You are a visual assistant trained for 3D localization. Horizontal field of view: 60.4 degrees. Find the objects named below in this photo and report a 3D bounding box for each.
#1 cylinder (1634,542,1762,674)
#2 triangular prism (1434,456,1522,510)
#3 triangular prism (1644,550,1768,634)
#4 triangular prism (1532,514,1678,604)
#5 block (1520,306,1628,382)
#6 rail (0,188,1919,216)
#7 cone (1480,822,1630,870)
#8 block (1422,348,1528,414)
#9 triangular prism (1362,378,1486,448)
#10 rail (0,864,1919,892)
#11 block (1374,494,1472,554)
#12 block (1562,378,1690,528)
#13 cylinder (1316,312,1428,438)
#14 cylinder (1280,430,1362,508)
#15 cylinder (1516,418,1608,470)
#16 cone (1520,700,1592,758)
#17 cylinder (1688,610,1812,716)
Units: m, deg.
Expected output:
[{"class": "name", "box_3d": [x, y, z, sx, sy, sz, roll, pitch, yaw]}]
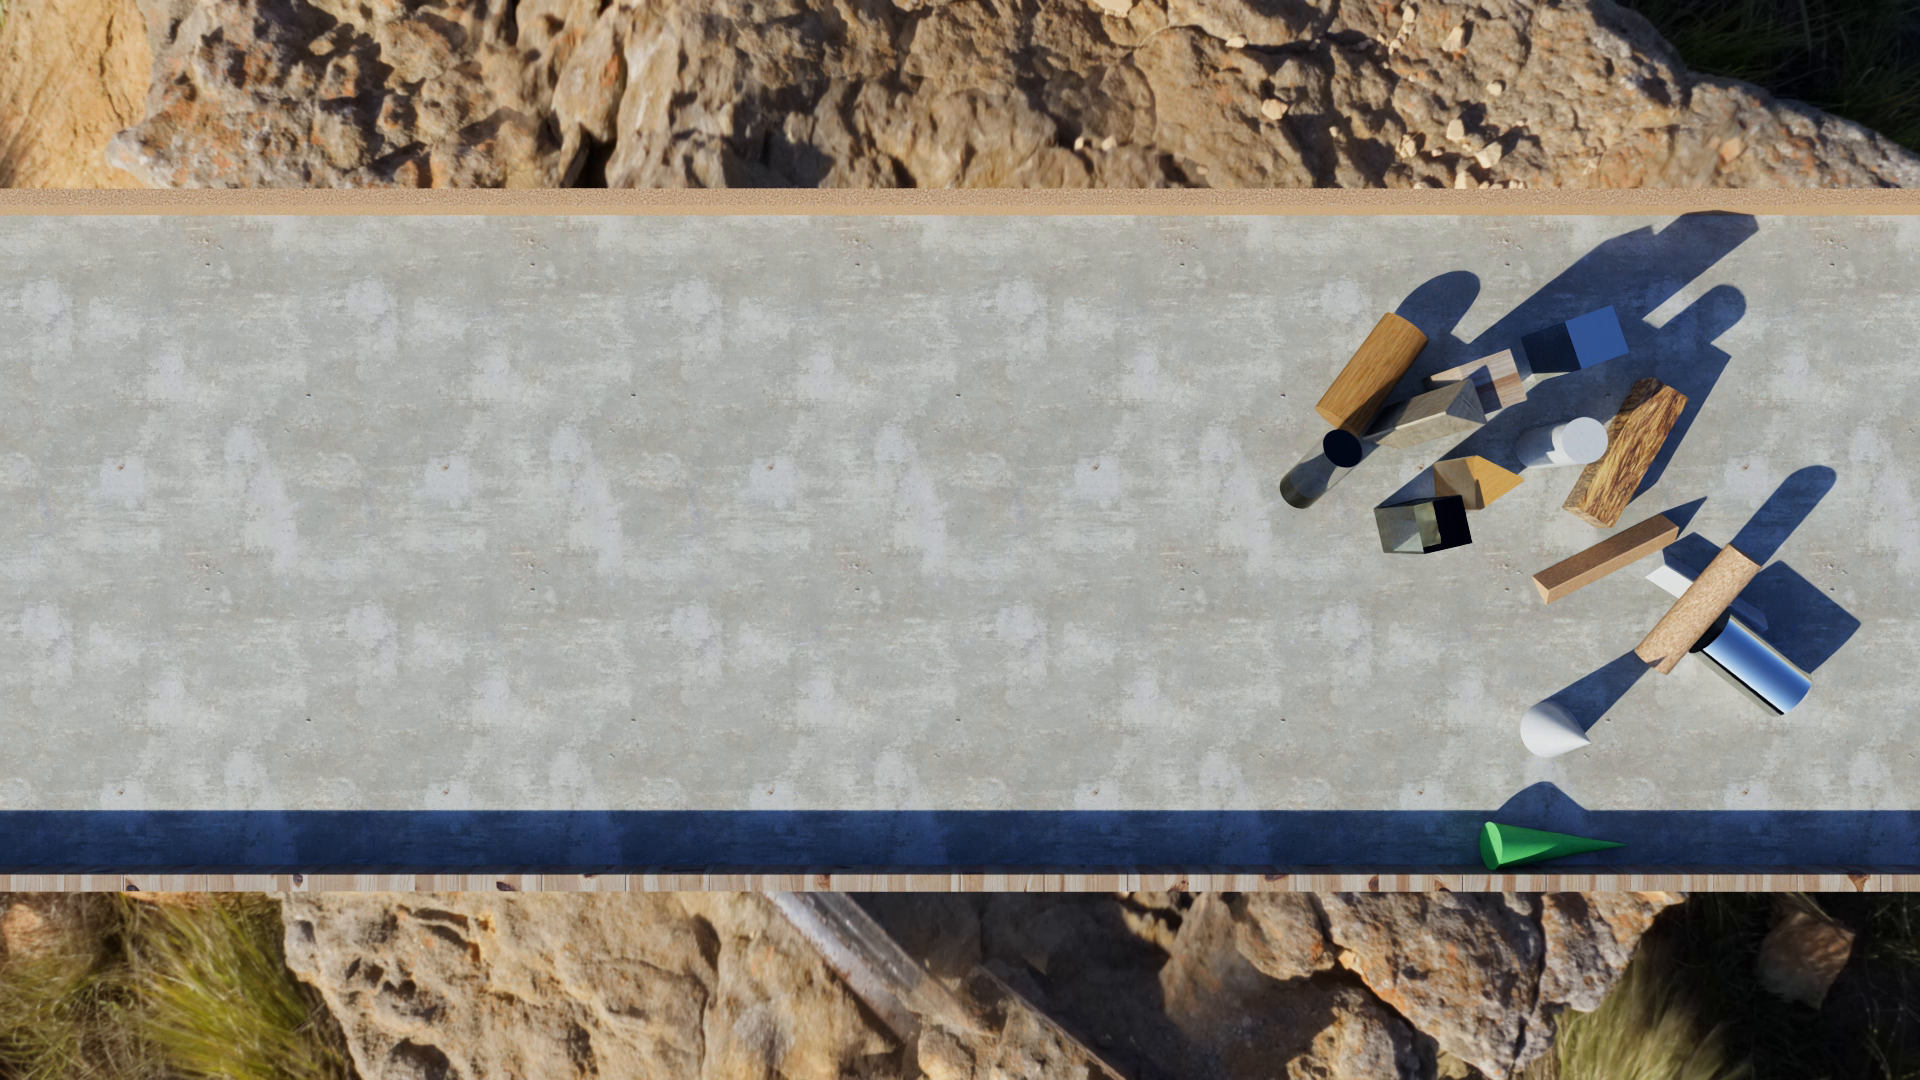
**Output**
[{"class": "cylinder", "box_3d": [2.214, 0.208, 4.952, 0.117, 0.117, 0.420, 34, 109, 0]}, {"class": "triangular prism", "box_3d": [1.497, -0.183, 4.875, 0.153, 0.404, 0.133, -34, 90, 0]}, {"class": "triangular prism", "box_3d": [2.289, 0.170, 5.032, 0.370, 0.084, 0.098, 32, 90, 0]}, {"class": "triangular prism", "box_3d": [1.978, 0.058, 5.033, 0.439, 0.083, 0.096, -26, 90, 0]}, {"class": "block", "box_3d": [1.817, -0.579, 4.891, 0.145, 0.372, 0.145, -20, 90, 0]}, {"class": "rail", "box_3d": [-2.247, -1.025, 5.002, 12.000, 0.150, 0.050, 0, 90, 0]}, {"class": "cone", "box_3d": [1.837, 0.933, 5.041, 0.458, 0.143, 0.143, 1, 90, -9]}, {"class": "block", "box_3d": [1.519, -0.447, 4.888, 0.154, 0.377, 0.154, -19, 90, 0]}, {"class": "triangular prism", "box_3d": [1.368, -0.376, 4.859, 0.136, 0.438, 0.118, 12, 80, -16]}, {"class": "rail", "box_3d": [-2.247, 1.025, 5.001, 12.000, 0.150, 0.050, 0, 90, 0]}, {"class": "block", "box_3d": [1.356, -0.043, 4.854, 0.139, 0.446, 0.139, -13, 90, 0]}, {"class": "block", "box_3d": [2.021, -0.262, 5.014, 0.126, 0.126, 0.453, 31, 90, 0]}, {"class": "cylinder", "box_3d": [1.247, -0.500, 4.998, 0.157, 0.157, 0.355, 37, 90, 0]}, {"class": "cylinder", "box_3d": [1.072, -0.209, 4.914, 0.124, 0.303, 0.124, 5, 67, -13]}, {"class": "cylinder", "box_3d": [1.776, -0.283, 4.882, 0.133, 0.388, 0.133, 0, 90, 0]}, {"class": "cone", "box_3d": [1.813, 0.583, 4.906, 0.175, 0.341, 0.175, 0, 90, 0]}, {"class": "cylinder", "box_3d": [2.388, 0.371, 4.991, 0.311, 0.171, 0.171, 38, 90, 0]}]
